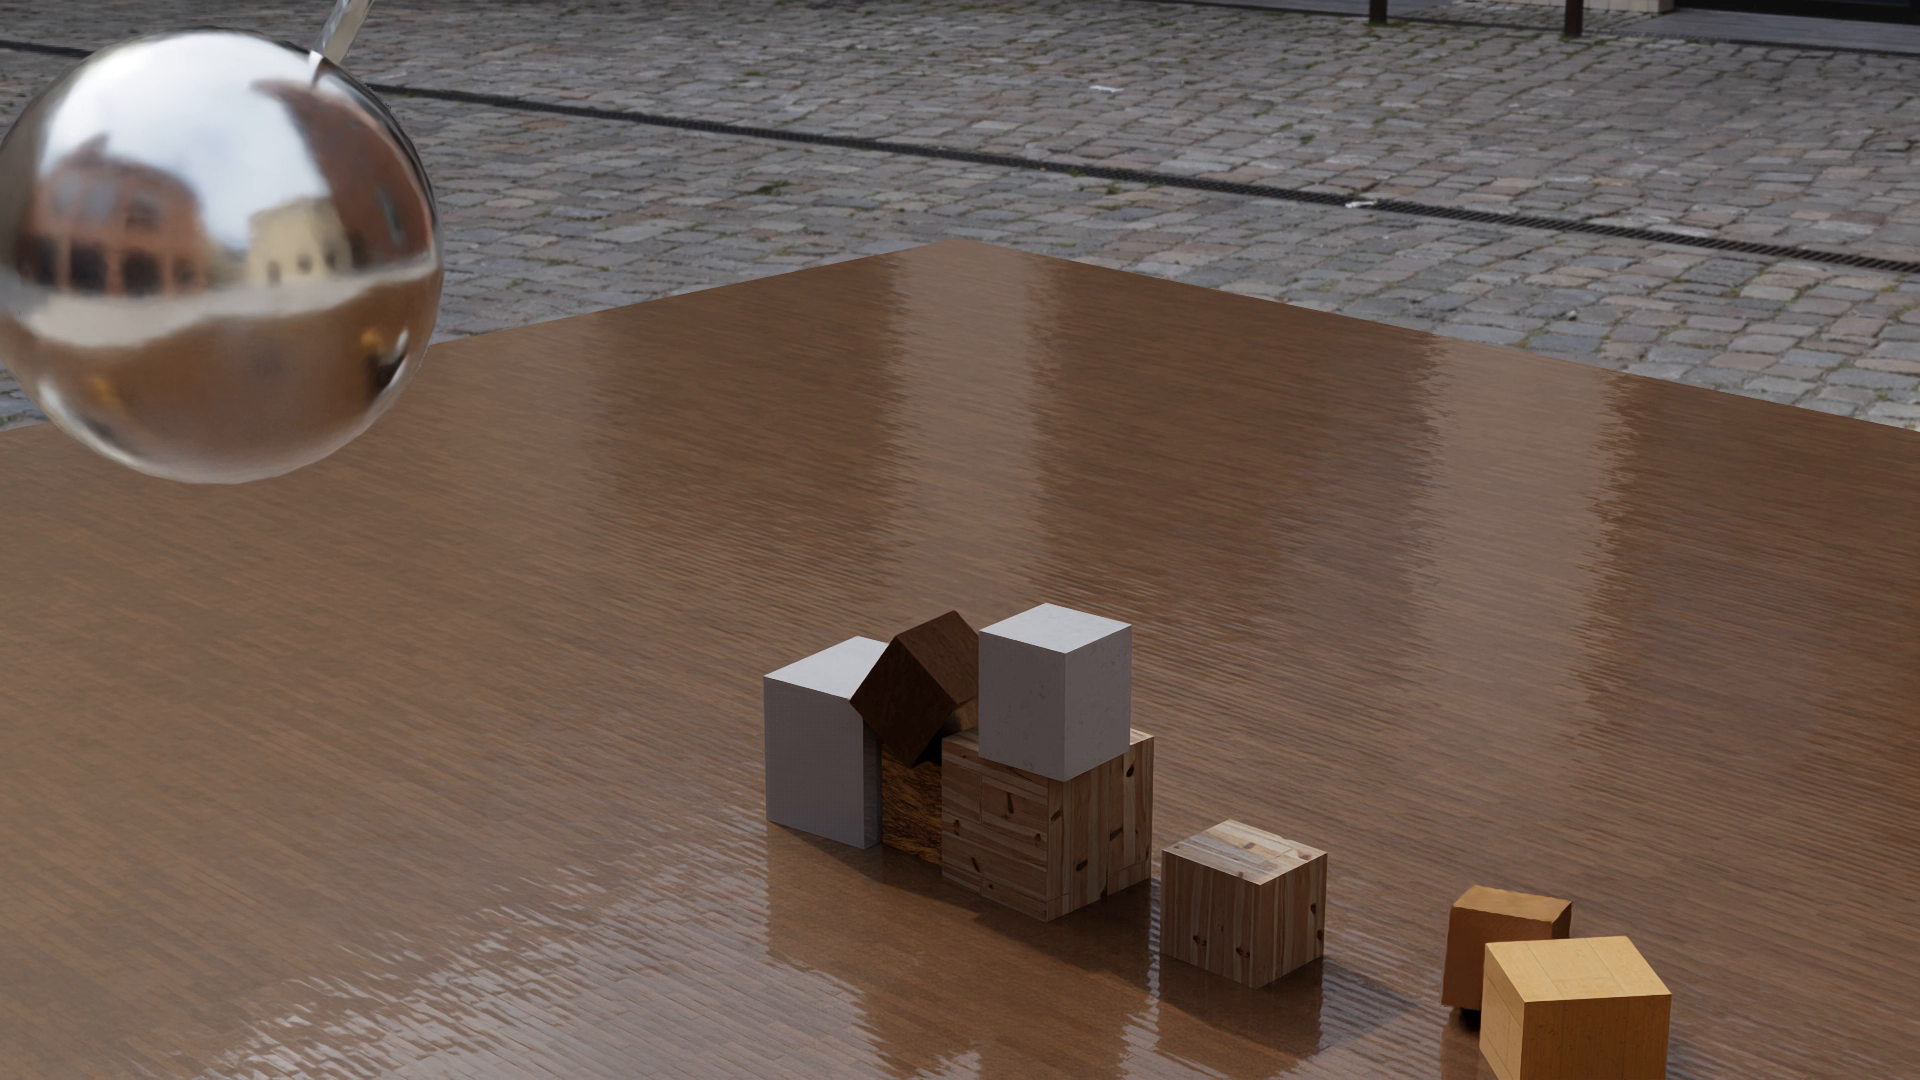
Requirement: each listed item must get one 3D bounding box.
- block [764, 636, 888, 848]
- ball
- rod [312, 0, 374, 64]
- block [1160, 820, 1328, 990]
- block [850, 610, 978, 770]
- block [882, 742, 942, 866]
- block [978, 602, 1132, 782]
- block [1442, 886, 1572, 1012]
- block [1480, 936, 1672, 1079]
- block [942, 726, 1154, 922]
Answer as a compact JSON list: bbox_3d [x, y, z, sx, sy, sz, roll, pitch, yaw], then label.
[{"bbox_3d":[-0.476,0.960,14.068,0.599,0.733,0.714,13,21,35],"label":"block"},{"bbox_3d":[-2.618,-0.994,10.285,1.600,1.600,1.600,0,17,0],"label":"ball"},{"bbox_3d":[-1.135,-3.992,10.898,0.080,5.200,0.080,17,-14,42],"label":"rod"},{"bbox_3d":[1.216,1.557,12.595,0.531,0.478,0.465,16,23,41],"label":"block"},{"bbox_3d":[-0.129,0.684,13.446,0.430,0.468,0.448,47,37,16],"label":"block"},{"bbox_3d":[-0.015,1.184,13.741,0.499,0.501,0.490,-17,24,-42],"label":"block"},{"bbox_3d":[0.420,0.666,12.938,0.476,0.592,0.484,14,22,37],"label":"block"},{"bbox_3d":[2.261,1.703,12.111,0.416,0.414,0.433,7,8,22],"label":"block"},{"bbox_3d":[2.413,1.896,11.541,0.581,0.463,0.525,-2,18,-6],"label":"block"},{"bbox_3d":[0.396,1.218,13.317,0.697,0.690,0.657,-17,24,-42],"label":"block"}]
